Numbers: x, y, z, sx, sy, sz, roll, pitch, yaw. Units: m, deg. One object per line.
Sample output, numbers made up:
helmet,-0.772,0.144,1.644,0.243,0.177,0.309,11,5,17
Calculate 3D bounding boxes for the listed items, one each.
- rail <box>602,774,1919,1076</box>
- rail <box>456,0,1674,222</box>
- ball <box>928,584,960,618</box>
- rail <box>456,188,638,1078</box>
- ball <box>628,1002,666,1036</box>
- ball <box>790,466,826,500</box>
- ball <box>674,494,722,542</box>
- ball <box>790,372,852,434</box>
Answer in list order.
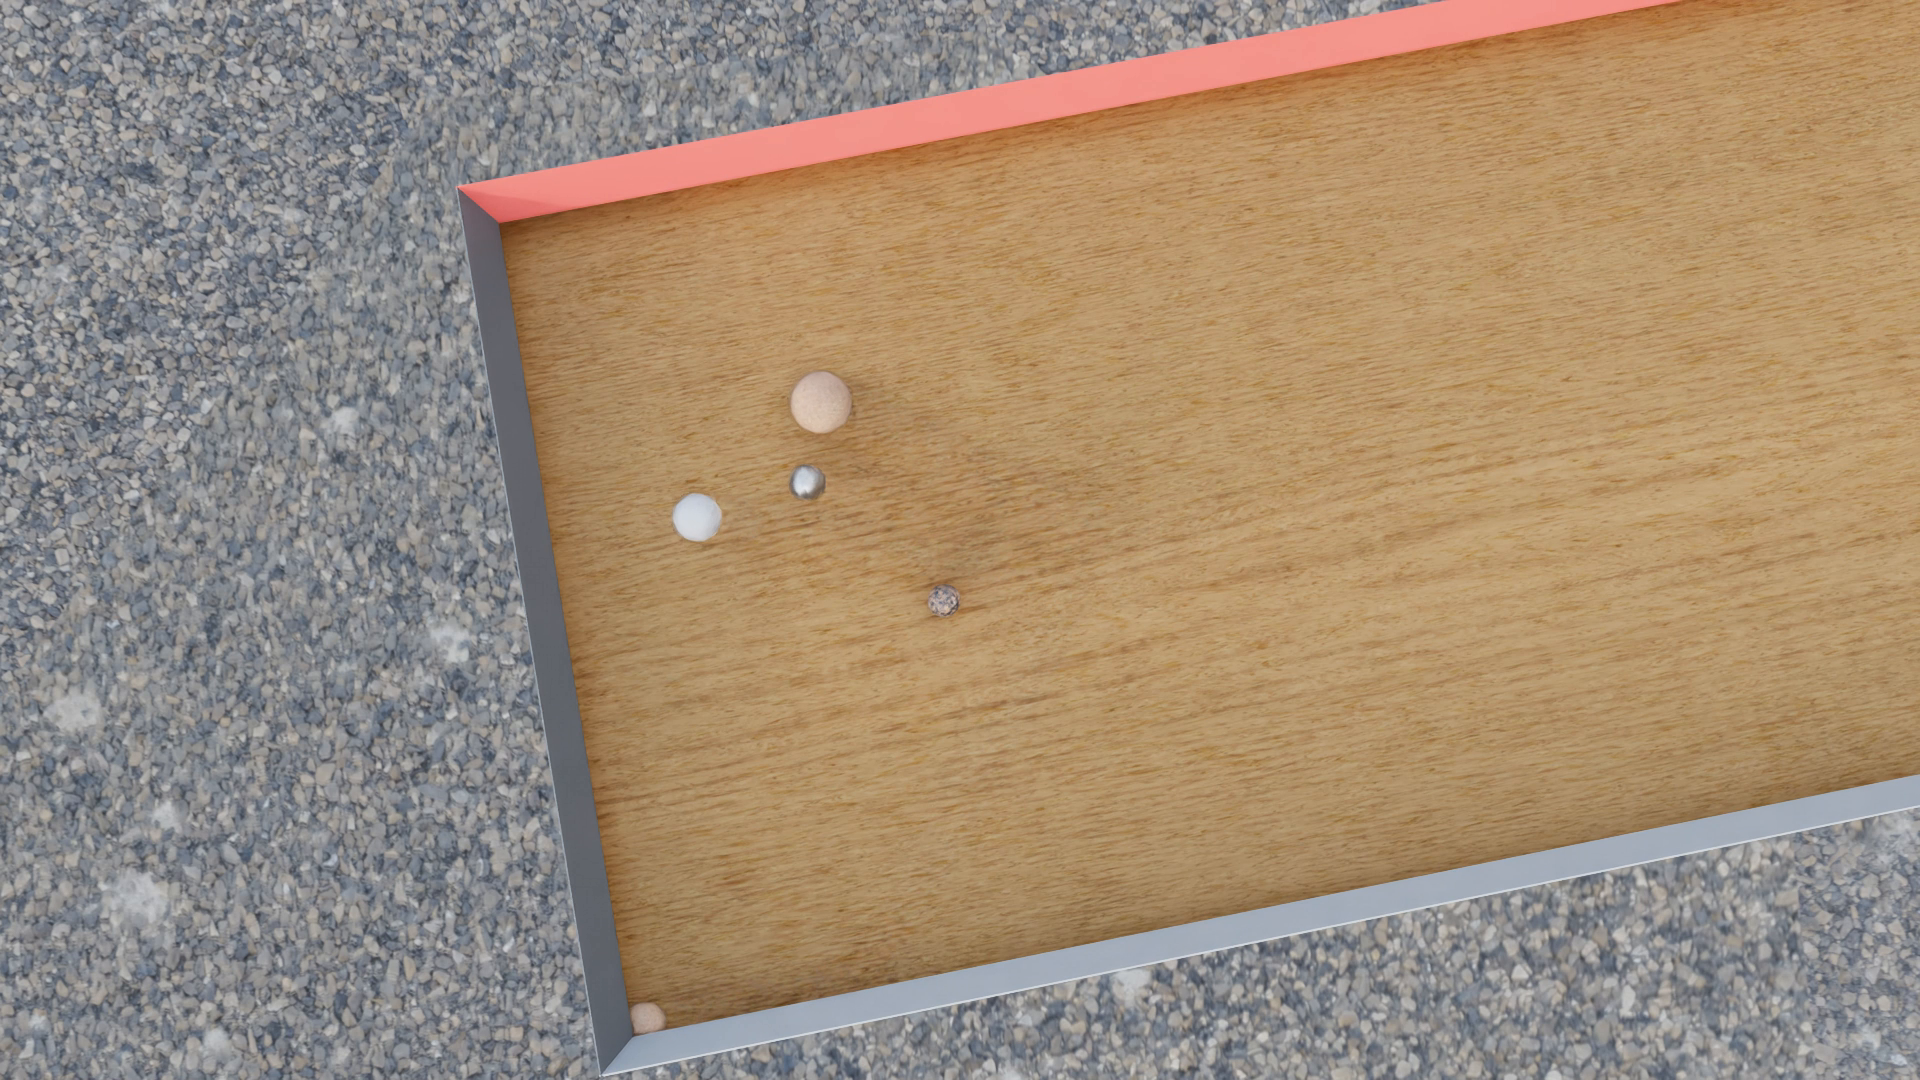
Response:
rail,0.759,0.489,3.174,2.580,0.122,0.045,-11,78,-2
rail,0.506,-0.749,3.434,2.580,0.122,0.045,-11,78,-2
ball,-0.024,0.091,3.296,0.050,0.050,0.050,0,78,0
rail,-0.609,0.114,3.253,0.045,0.122,1.337,-11,78,-2
ball,-0.453,0.695,3.164,0.059,0.059,0.059,0,78,0
ball,-0.230,-0.087,3.331,0.054,0.054,0.054,0,78,0
ball,-0.395,-0.034,3.310,0.073,0.073,0.073,0,78,0
ball,-0.211,-0.208,3.336,0.094,0.094,0.094,0,78,0
